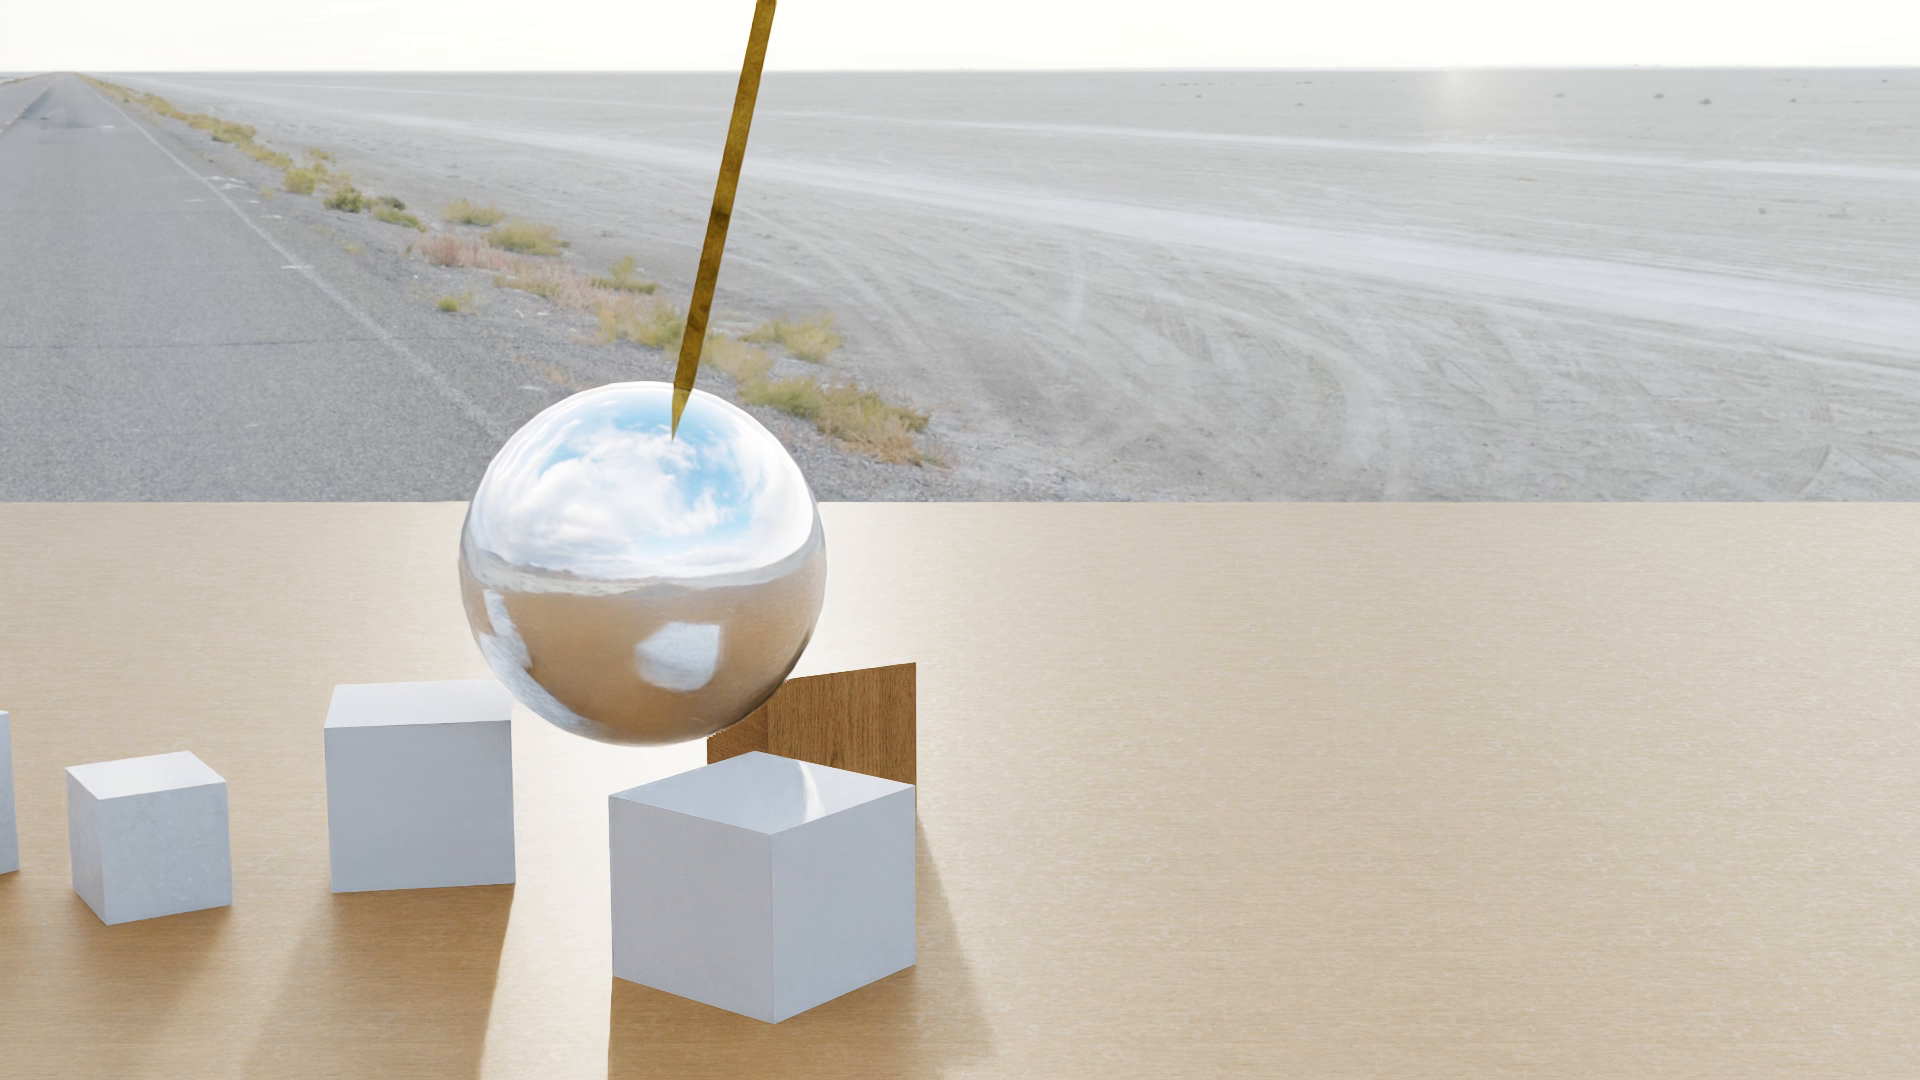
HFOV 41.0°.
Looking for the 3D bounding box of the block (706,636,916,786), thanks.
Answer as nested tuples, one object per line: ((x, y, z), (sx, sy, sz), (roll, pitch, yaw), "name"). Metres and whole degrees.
((-0.727, 0.923, 12.463), (0.793, 0.725, 0.692), (-6, 12, -30), "block")

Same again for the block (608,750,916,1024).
((-0.774, 1.343, 10.120), (0.856, 0.737, 0.843), (8, 13, 37), "block")

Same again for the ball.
((-1.378, 0.108, 11.200), (1.600, 1.600, 1.600), (0, 10, 0), "ball")

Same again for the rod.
((-0.597, -3.148, 10.608), (0.080, 5.200, 0.080), (13, 10, -2), "rod")

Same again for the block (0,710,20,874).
((-4.804, 1.121, 11.384), (0.877, 0.721, 0.822), (9, 14, 41), "block")

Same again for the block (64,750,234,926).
((-3.493, 1.272, 11.046), (0.532, 0.545, 0.592), (-6, 12, -31), "block")

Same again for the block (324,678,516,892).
((-2.409, 1.087, 11.527), (0.792, 0.738, 0.799), (-2, 10, -10), "block")
